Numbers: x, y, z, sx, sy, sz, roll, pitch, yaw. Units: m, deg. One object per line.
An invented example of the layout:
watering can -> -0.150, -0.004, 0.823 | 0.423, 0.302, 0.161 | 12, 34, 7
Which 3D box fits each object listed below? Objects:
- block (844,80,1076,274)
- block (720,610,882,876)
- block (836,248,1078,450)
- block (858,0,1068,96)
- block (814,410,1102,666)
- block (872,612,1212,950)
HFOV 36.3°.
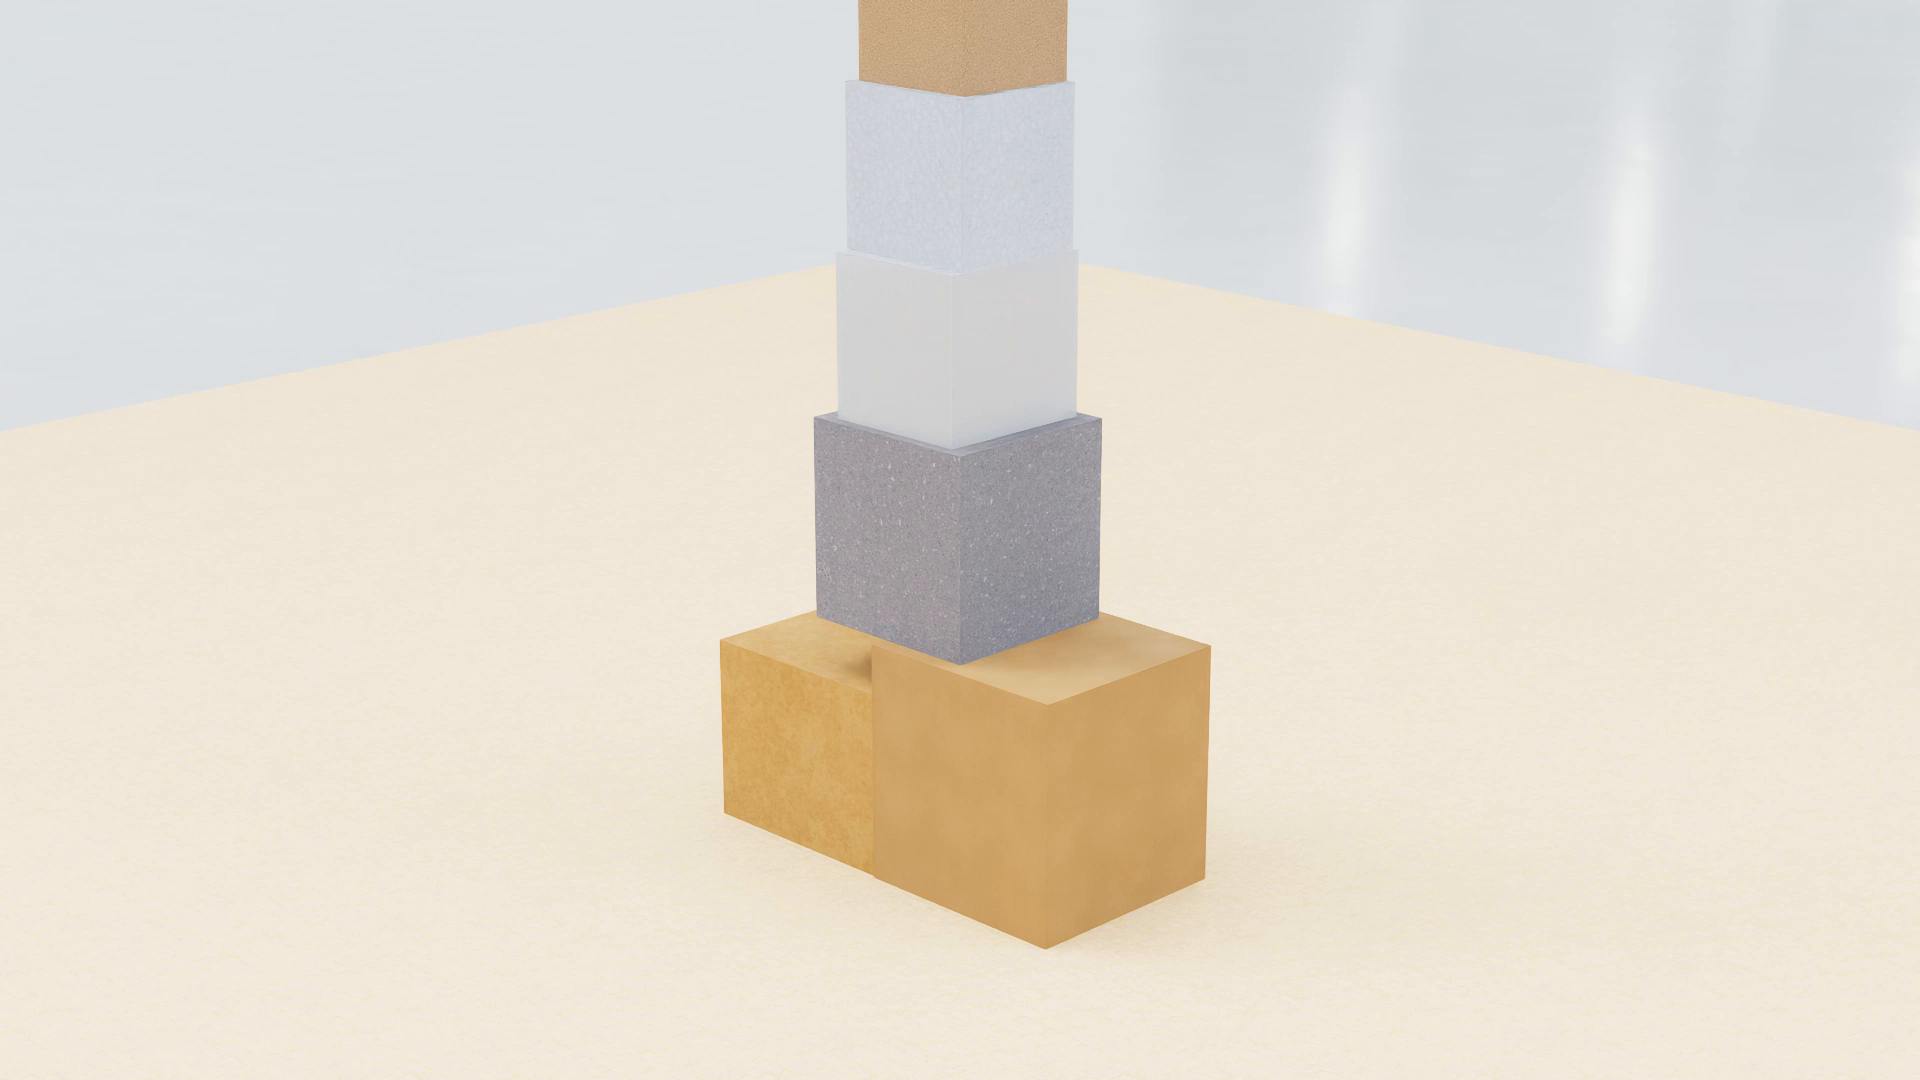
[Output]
block -> 0.000, -1.636, 12.827 | 0.695, 0.742, 0.717 | -17, 24, -42
block -> -0.385, 0.892, 14.028 | 1.078, 0.887, 1.055 | -17, 24, -42
block -> -0.011, -0.914, 13.042 | 0.786, 0.764, 0.729 | -17, 24, -42
block -> 0.013, -2.318, 12.626 | 0.631, 0.680, 0.646 | -17, 24, -42
block -> -0.010, -0.098, 13.300 | 0.900, 0.949, 0.933 | -17, 24, -42
block -> 0.363, 1.008, 13.250 | 1.062, 1.131, 1.082 | -17, 24, -42
